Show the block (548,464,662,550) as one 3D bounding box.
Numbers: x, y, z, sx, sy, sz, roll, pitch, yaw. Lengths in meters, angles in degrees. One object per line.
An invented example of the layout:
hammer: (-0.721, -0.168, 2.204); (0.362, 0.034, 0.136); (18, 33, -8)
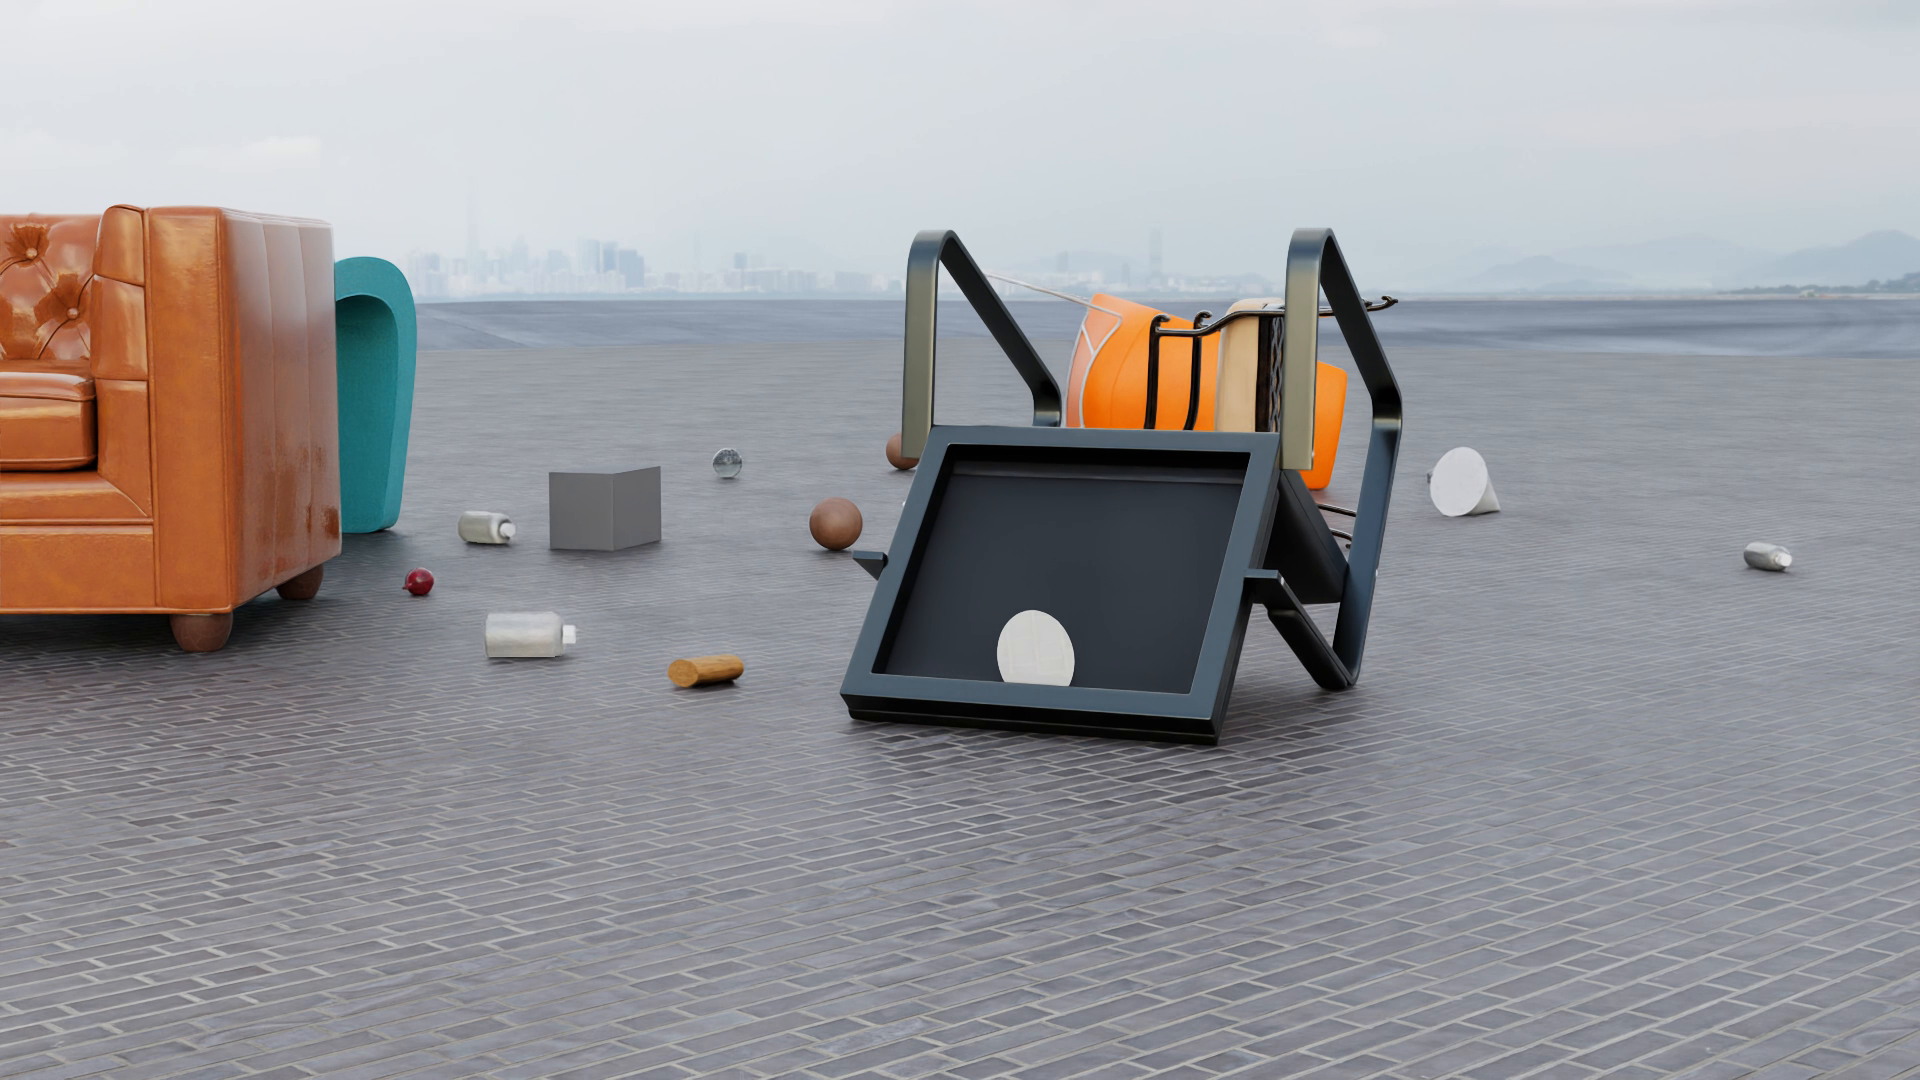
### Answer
block: (-0.871, -0.082, 6.310); (0.170, 0.185, 0.271); (2, 6, 18)

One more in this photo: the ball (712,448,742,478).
ball: (-0.759, -0.252, 8.380); (0.098, 0.098, 0.098); (0, 6, 0)

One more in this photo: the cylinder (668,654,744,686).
cylinder: (-0.412, 0.211, 4.153); (0.093, 0.043, 0.082); (-6, 2, -43)

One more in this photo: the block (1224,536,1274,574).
block: (0.643, 0.035, 5.714); (0.076, 0.073, 0.085); (5, 8, 39)

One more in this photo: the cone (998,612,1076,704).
cone: (0.124, 0.162, 3.736); (0.119, 0.140, 0.076); (3, 13, 21)

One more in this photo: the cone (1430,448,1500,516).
cone: (1.447, -0.122, 7.140); (0.180, 0.211, 0.223); (-28, -38, 33)
